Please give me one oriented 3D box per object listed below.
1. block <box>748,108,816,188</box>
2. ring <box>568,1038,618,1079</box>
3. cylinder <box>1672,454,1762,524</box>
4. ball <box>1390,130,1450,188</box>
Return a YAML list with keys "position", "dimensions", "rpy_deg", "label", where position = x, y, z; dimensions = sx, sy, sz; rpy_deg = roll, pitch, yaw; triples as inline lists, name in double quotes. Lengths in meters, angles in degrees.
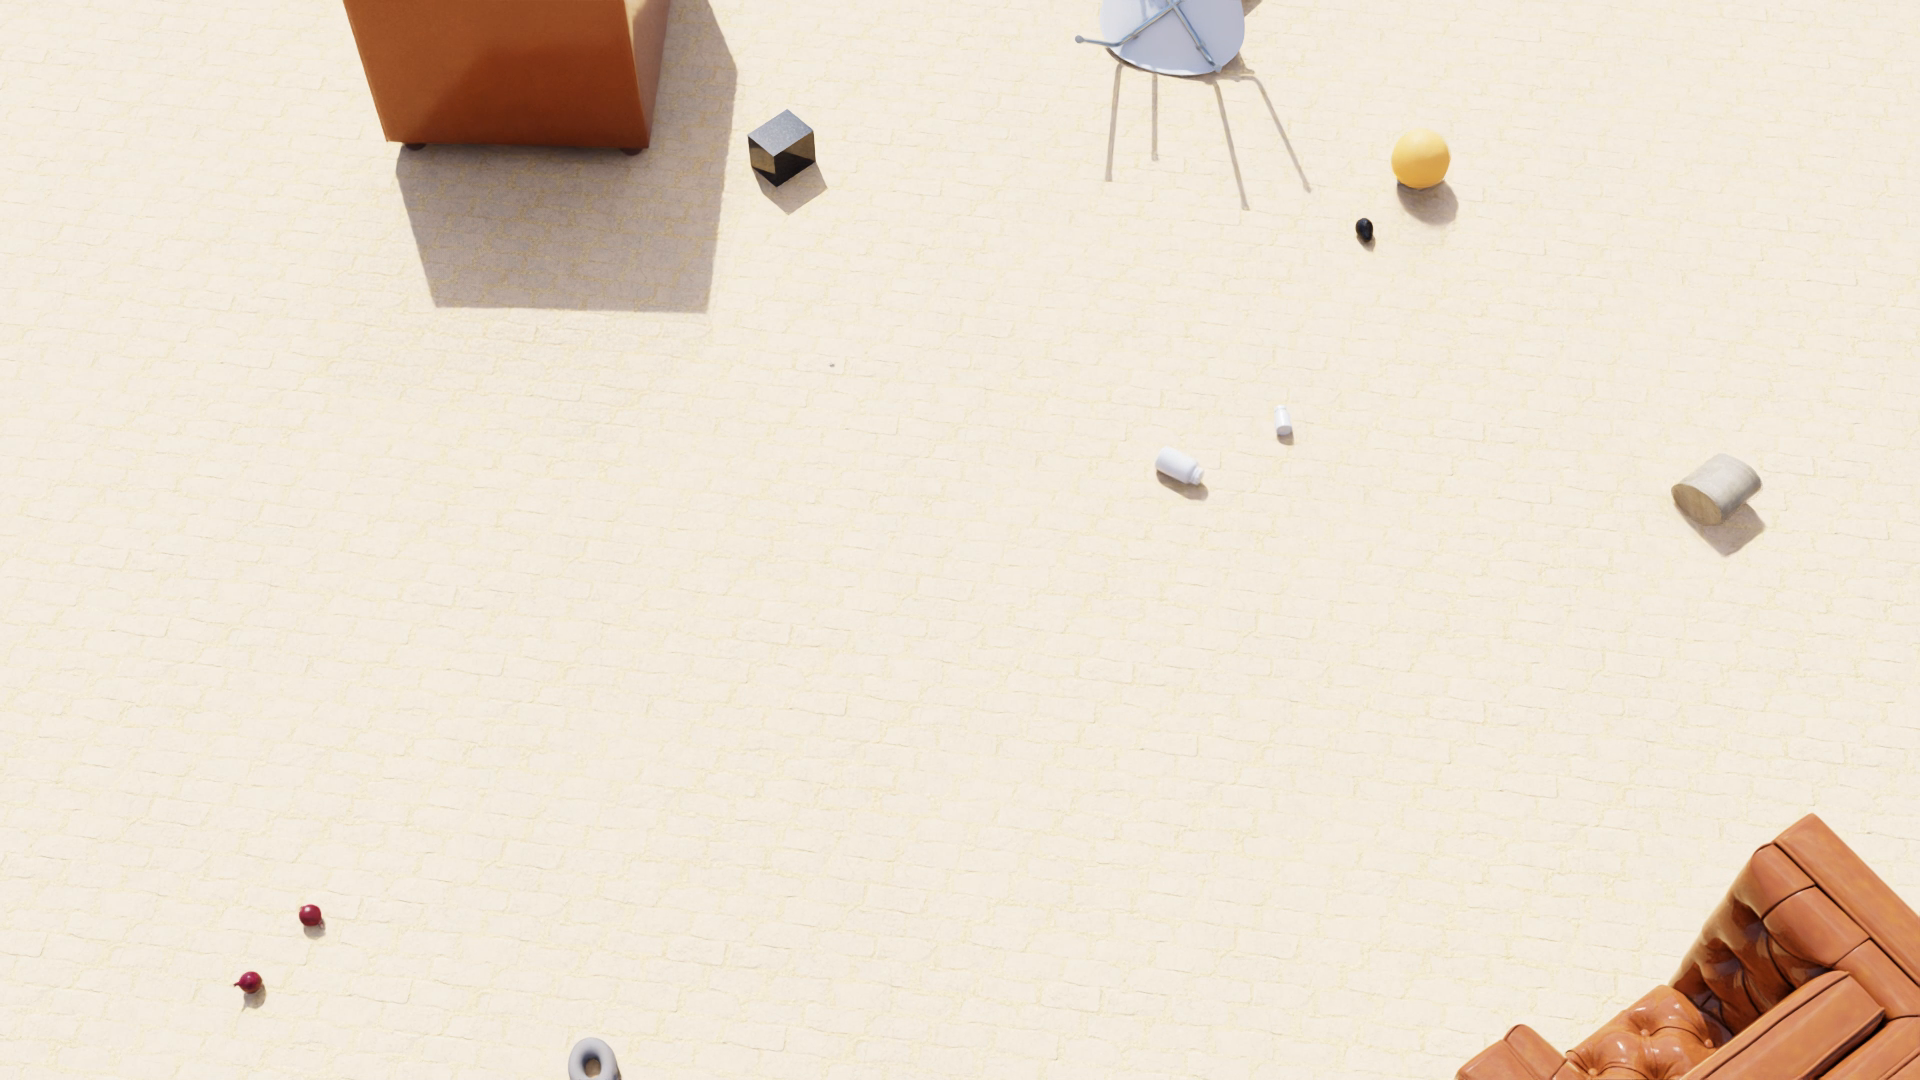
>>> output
- position: [-0.596, -1.313, 7.365]
  dimensions: [0.175, 0.148, 0.135]
  rpy_deg: [-38, 64, -22]
  label: "block"
- position: [-0.940, 1.354, 5.630]
  dimensions: [0.126, 0.059, 0.170]
  rpy_deg: [-15, 56, -8]
  label: "ring"
- position: [2.270, -0.155, 6.598]
  dimensions: [0.180, 0.122, 0.186]
  rpy_deg: [-33, 41, -20]
  label: "cylinder"
- position: [1.530, -1.264, 7.306]
  dimensions: [0.193, 0.193, 0.193]
  rpy_deg: [0, 56, 0]
  label: "ball"
